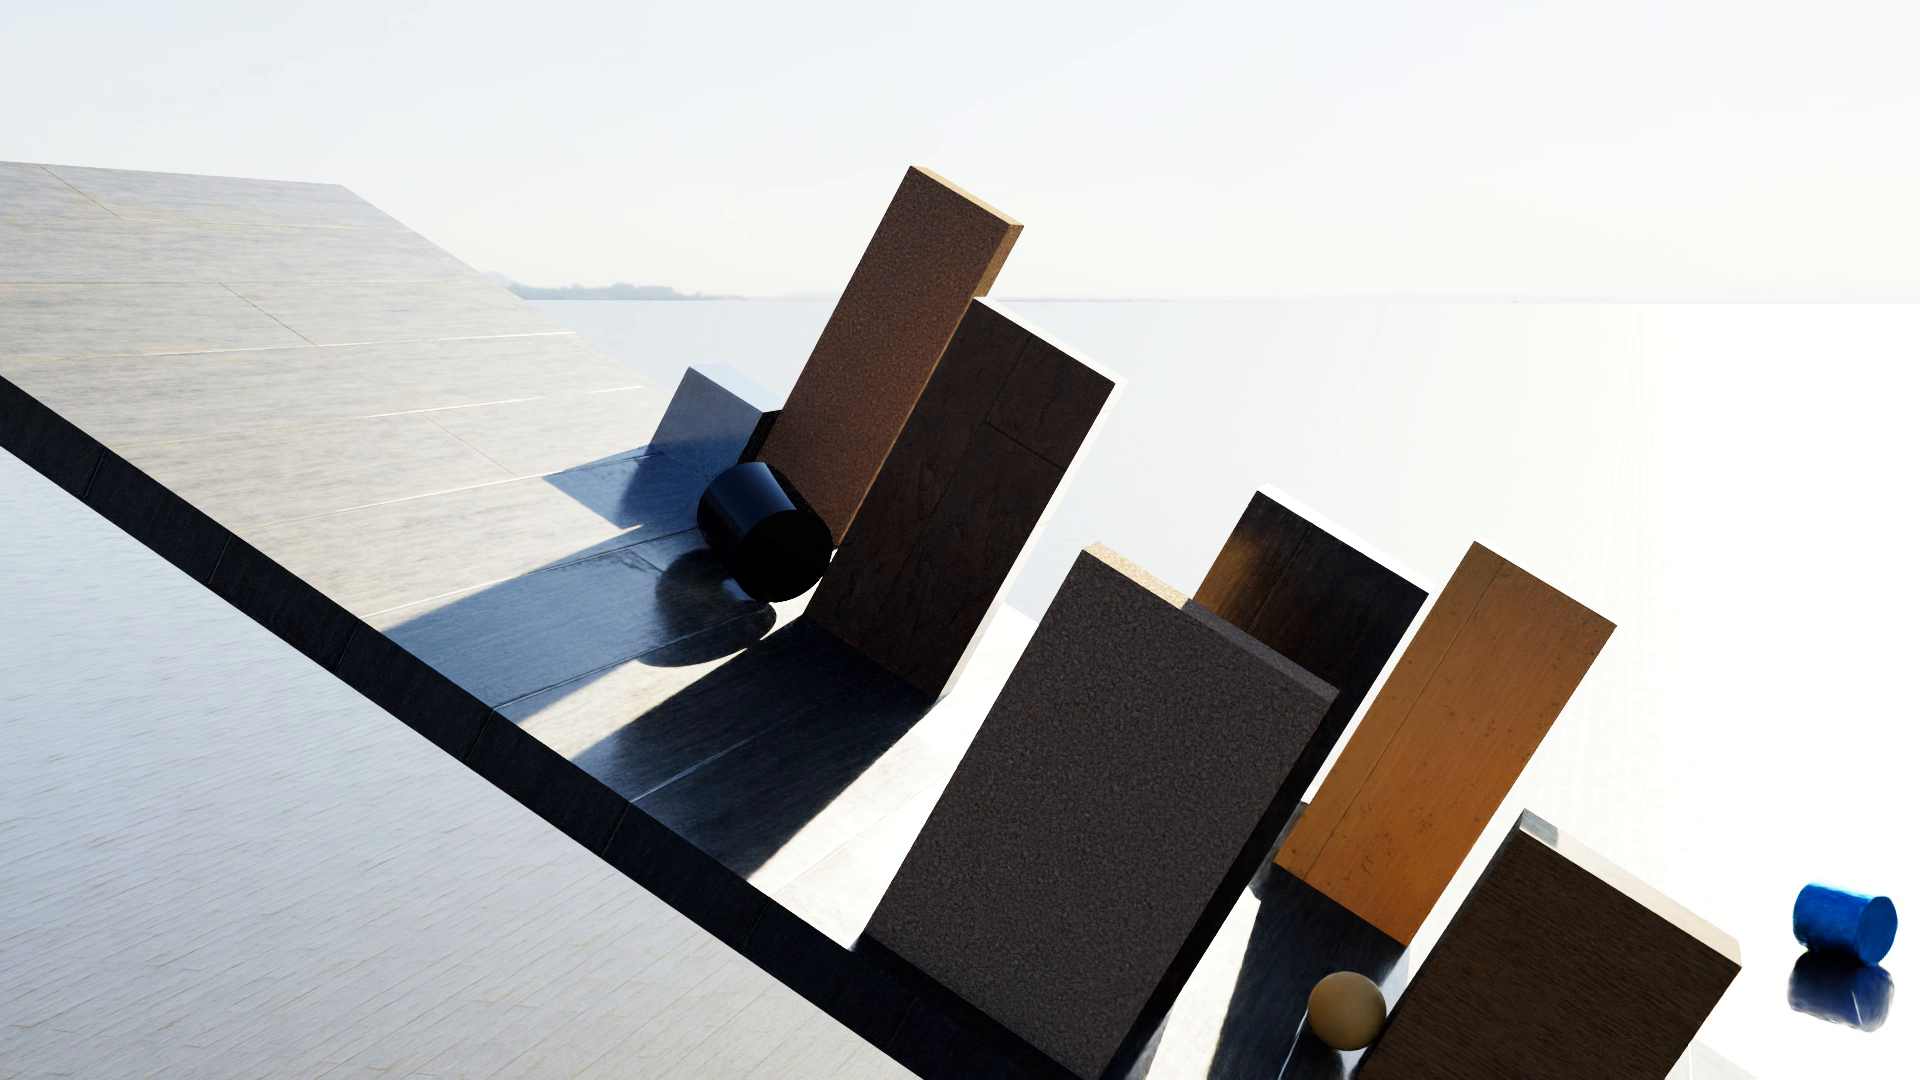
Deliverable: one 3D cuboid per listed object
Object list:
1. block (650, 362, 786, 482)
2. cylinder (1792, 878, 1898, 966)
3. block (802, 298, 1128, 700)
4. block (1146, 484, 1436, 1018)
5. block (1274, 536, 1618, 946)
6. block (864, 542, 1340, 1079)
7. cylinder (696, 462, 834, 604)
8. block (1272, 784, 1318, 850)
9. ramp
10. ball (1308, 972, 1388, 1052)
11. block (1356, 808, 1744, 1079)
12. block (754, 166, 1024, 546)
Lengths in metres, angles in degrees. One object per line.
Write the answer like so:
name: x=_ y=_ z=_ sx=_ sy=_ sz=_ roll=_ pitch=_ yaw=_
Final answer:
block: x=-0.521 y=-0.253 z=4.846 sx=0.197 sy=0.197 sz=0.197 roll=32 pitch=15 yaw=11
cylinder: x=2.399 y=1.036 z=5.964 sx=0.195 sy=0.195 sz=0.195 roll=-5 pitch=8 yaw=-35
block: x=0.005 y=-0.078 z=4.222 sx=0.316 sy=0.707 sz=0.102 roll=32 pitch=15 yaw=11
block: x=0.398 y=0.329 z=3.414 sx=0.297 sy=0.789 sz=0.103 roll=32 pitch=15 yaw=11
block: x=0.942 y=0.394 z=4.294 sx=0.308 sy=0.756 sz=0.088 roll=32 pitch=15 yaw=11
block: x=0.191 y=0.386 z=3.100 sx=0.395 sy=0.653 sz=0.090 roll=32 pitch=15 yaw=11
cylinder: x=-0.382 y=-0.016 z=4.288 sx=0.204 sy=0.204 sz=0.204 roll=-4 pitch=30 yaw=-28
block: x=0.694 y=0.570 z=4.512 sx=0.116 sy=0.116 sz=0.116 roll=23 pitch=16 yaw=-24
ramp: x=-0.191 y=0.316 z=4.132 sx=4.000 sy=0.100 sz=2.000 roll=32 pitch=15 yaw=11
ball: x=0.644 y=0.784 z=3.657 sx=0.131 sy=0.131 sz=0.131 roll=0 pitch=7 yaw=0
block: x=0.952 y=0.762 z=3.571 sx=0.393 sy=0.501 sz=0.147 roll=32 pitch=15 yaw=11
block: x=-0.171 y=-0.398 z=4.793 sx=0.255 sy=0.799 sz=0.116 roll=32 pitch=15 yaw=11
